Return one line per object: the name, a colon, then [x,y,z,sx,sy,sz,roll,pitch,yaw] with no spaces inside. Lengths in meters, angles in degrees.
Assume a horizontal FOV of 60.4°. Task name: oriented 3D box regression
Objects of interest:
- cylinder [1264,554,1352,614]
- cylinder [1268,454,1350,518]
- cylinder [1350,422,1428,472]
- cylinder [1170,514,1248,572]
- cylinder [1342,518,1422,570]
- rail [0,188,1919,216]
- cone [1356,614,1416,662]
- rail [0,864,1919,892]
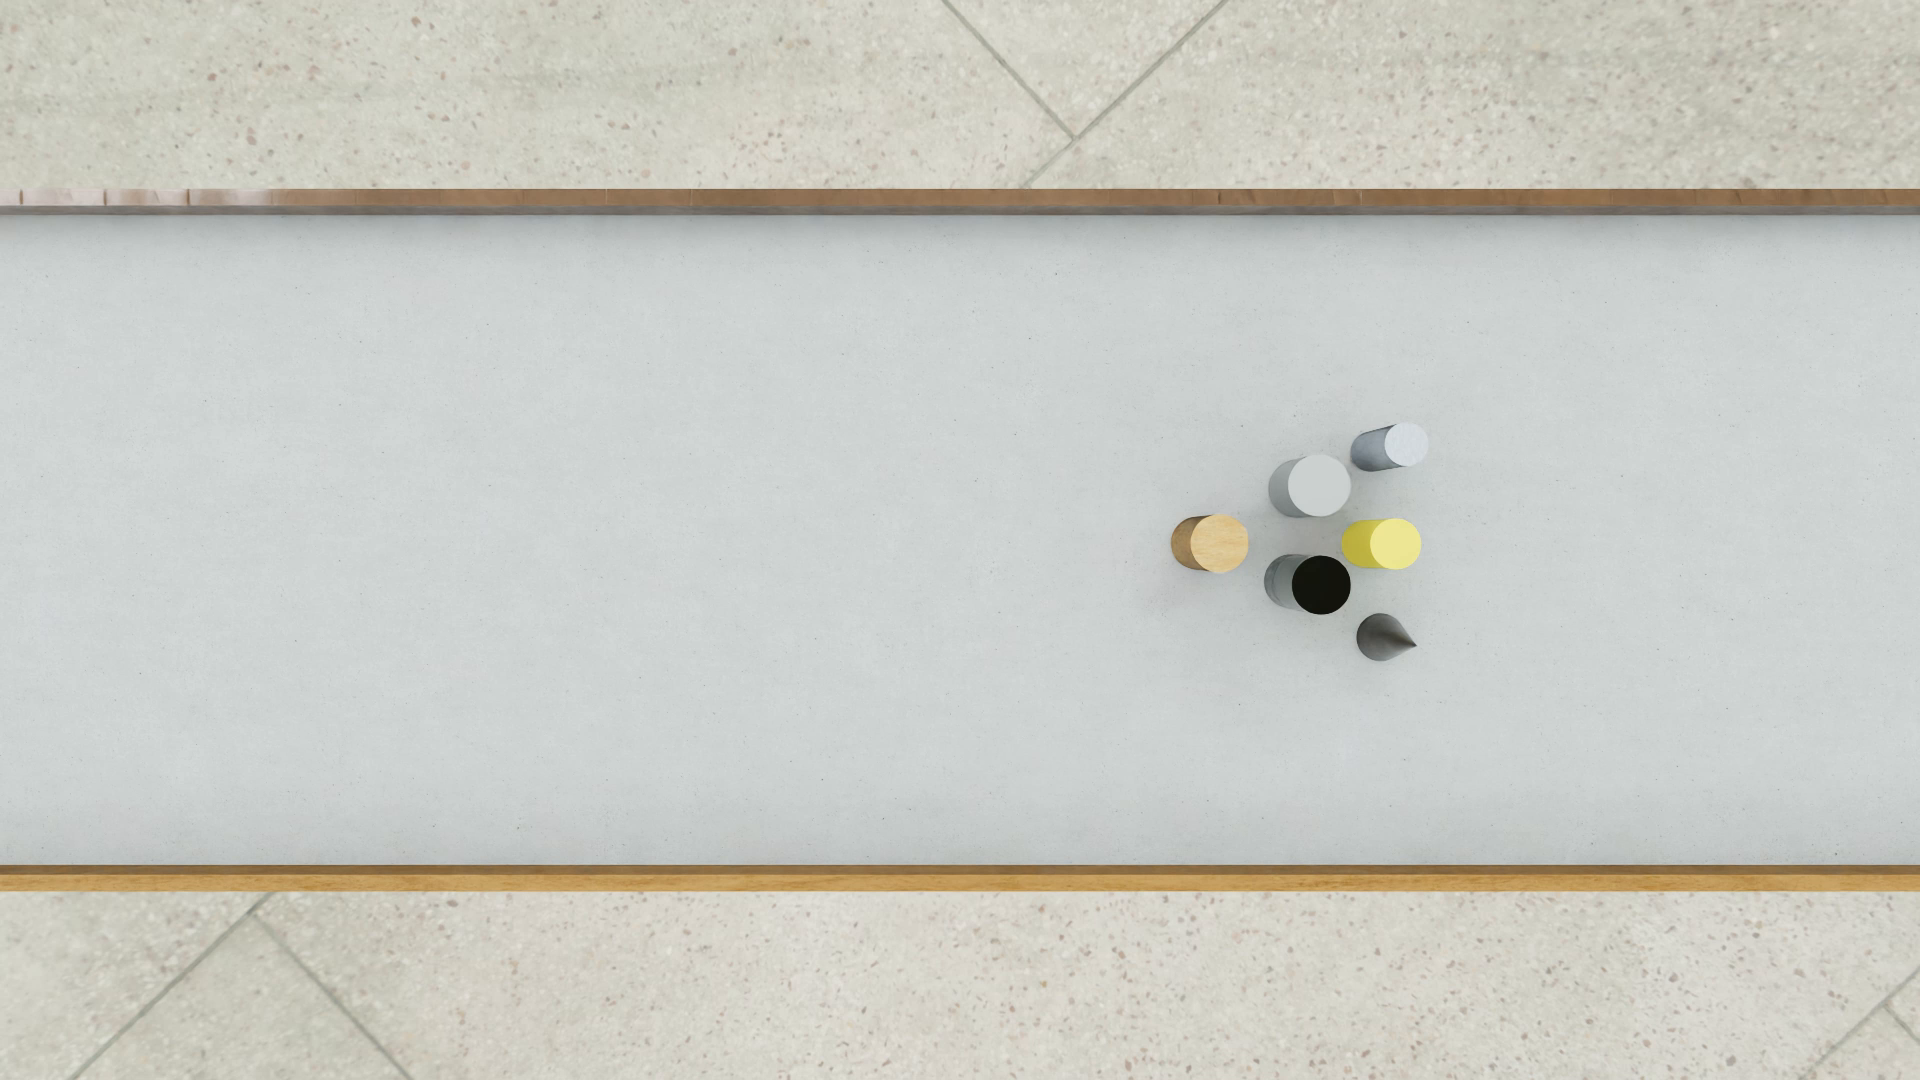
cylinder: [1.019,0.127,4.864,0.168,0.425,0.168,0,90,0]
cylinder: [1.039,-0.159,4.925,0.180,0.303,0.180,0,90,0]
cylinder: [1.264,-0.272,4.873,0.124,0.407,0.124,0,90,0]
cylinder: [0.731,0.009,4.858,0.164,0.437,0.164,0,90,0]
cylinder: [1.247,0.011,4.898,0.146,0.357,0.146,0,90,0]
rail: [-2.247,-1.025,5.002,12.000,0.150,0.050,0,90,0]
cone: [1.294,0.300,4.872,0.149,0.409,0.149,0,90,0]
rail: [-2.247,1.025,5.001,12.000,0.150,0.050,0,90,0]
